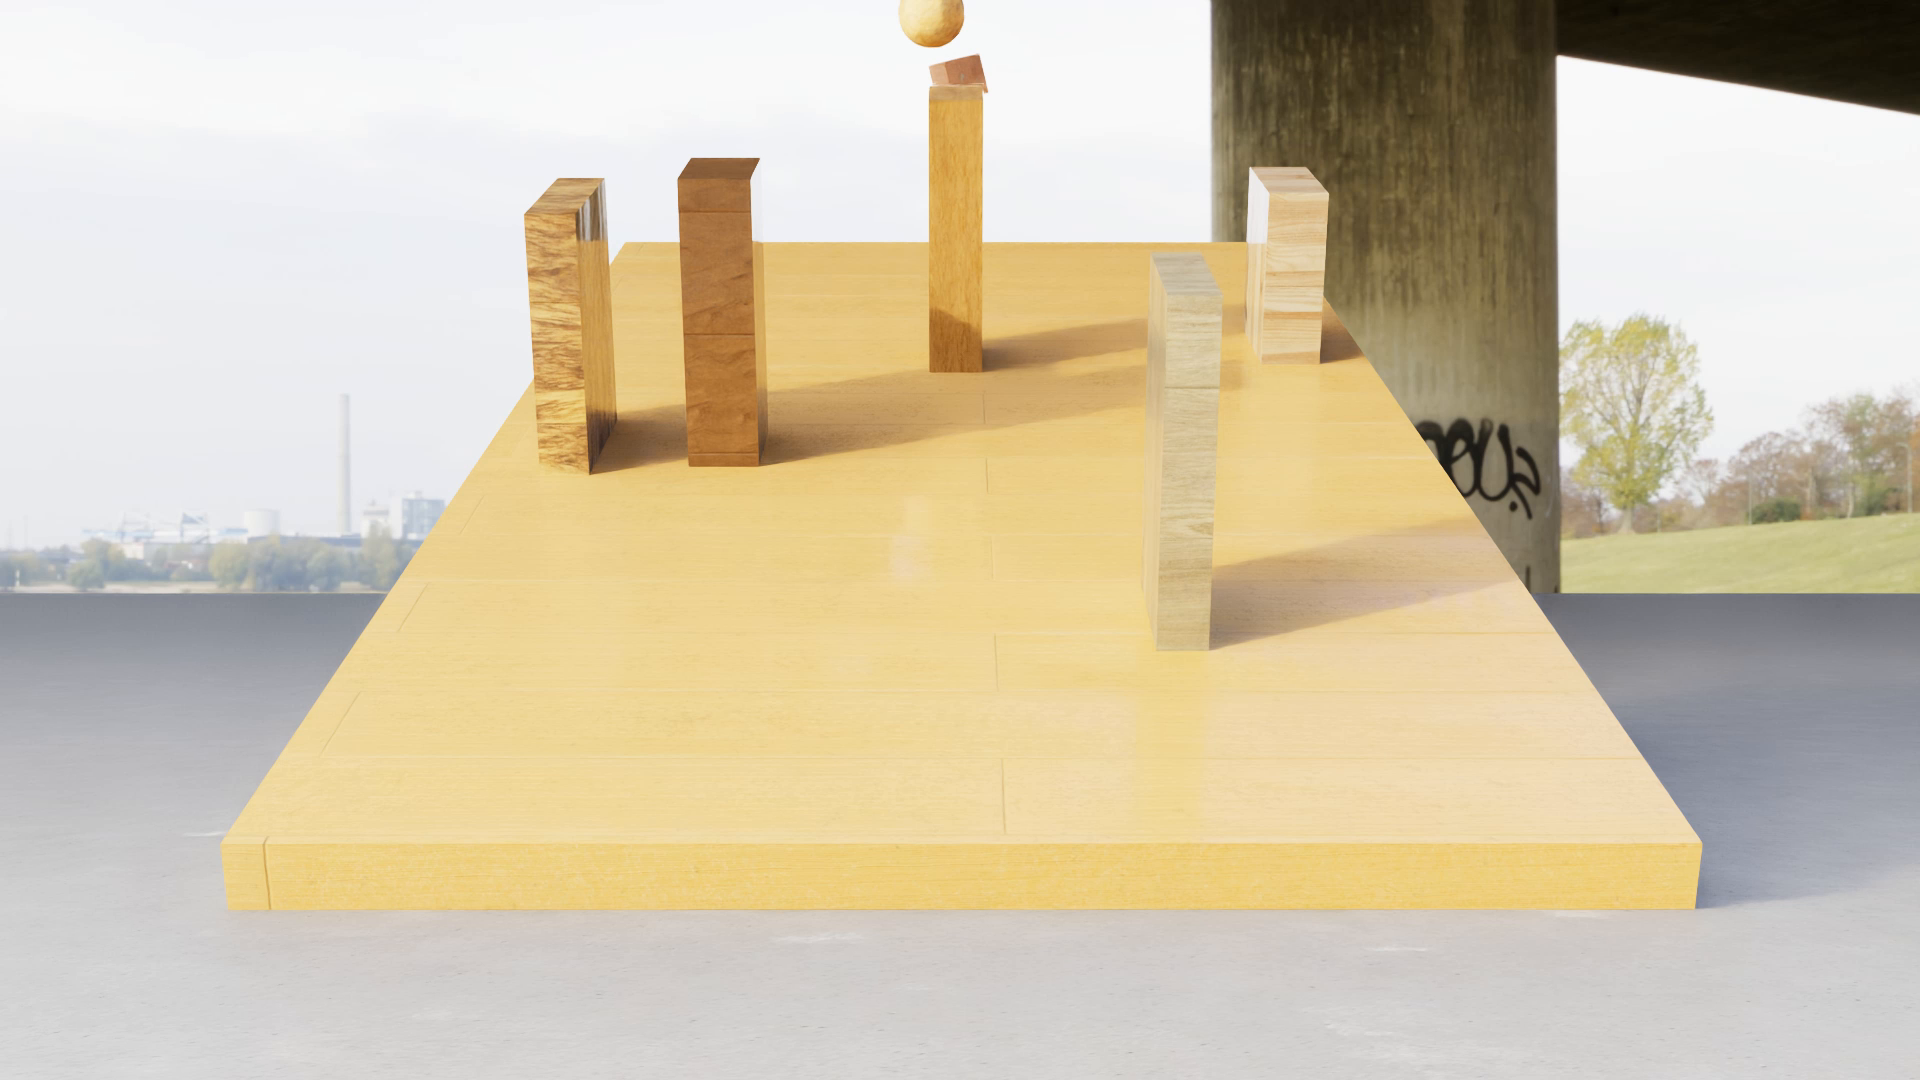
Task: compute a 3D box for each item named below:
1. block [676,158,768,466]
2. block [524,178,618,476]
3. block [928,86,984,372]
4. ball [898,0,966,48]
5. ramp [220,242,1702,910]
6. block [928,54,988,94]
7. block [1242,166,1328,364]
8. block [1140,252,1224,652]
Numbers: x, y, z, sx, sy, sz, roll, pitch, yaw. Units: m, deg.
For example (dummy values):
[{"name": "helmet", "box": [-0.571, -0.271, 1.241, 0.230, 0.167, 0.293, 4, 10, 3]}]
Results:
[{"name": "block", "box": [-0.488, -0.474, 4.676, 0.146, 0.596, 0.255, 0, 19, 0]}, {"name": "block", "box": [-0.807, -0.452, 4.703, 0.101, 0.537, 0.408, 0, 19, 0]}, {"name": "block", "box": [-0.010, -0.743, 5.381, 0.126, 0.642, 0.243, 0, 19, 0]}, {"name": "ball", "box": [-0.079, -1.477, 6.325, 0.189, 0.189, 0.189, 0, -1, 0]}, {"name": "ramp", "box": [-0.004, -0.199, 4.946, 2.000, 0.100, 4.000, 0, 19, 0]}, {"name": "block", "box": [-0.005, -1.315, 6.431, 0.113, 0.113, 0.113, -19, 14, -21]}, {"name": "block", "box": [0.798, -0.680, 5.550, 0.141, 0.416, 0.363, 0, 19, 0]}, {"name": "block", "box": [0.365, -0.152, 3.753, 0.086, 0.595, 0.325, 0, 19, 0]}]
